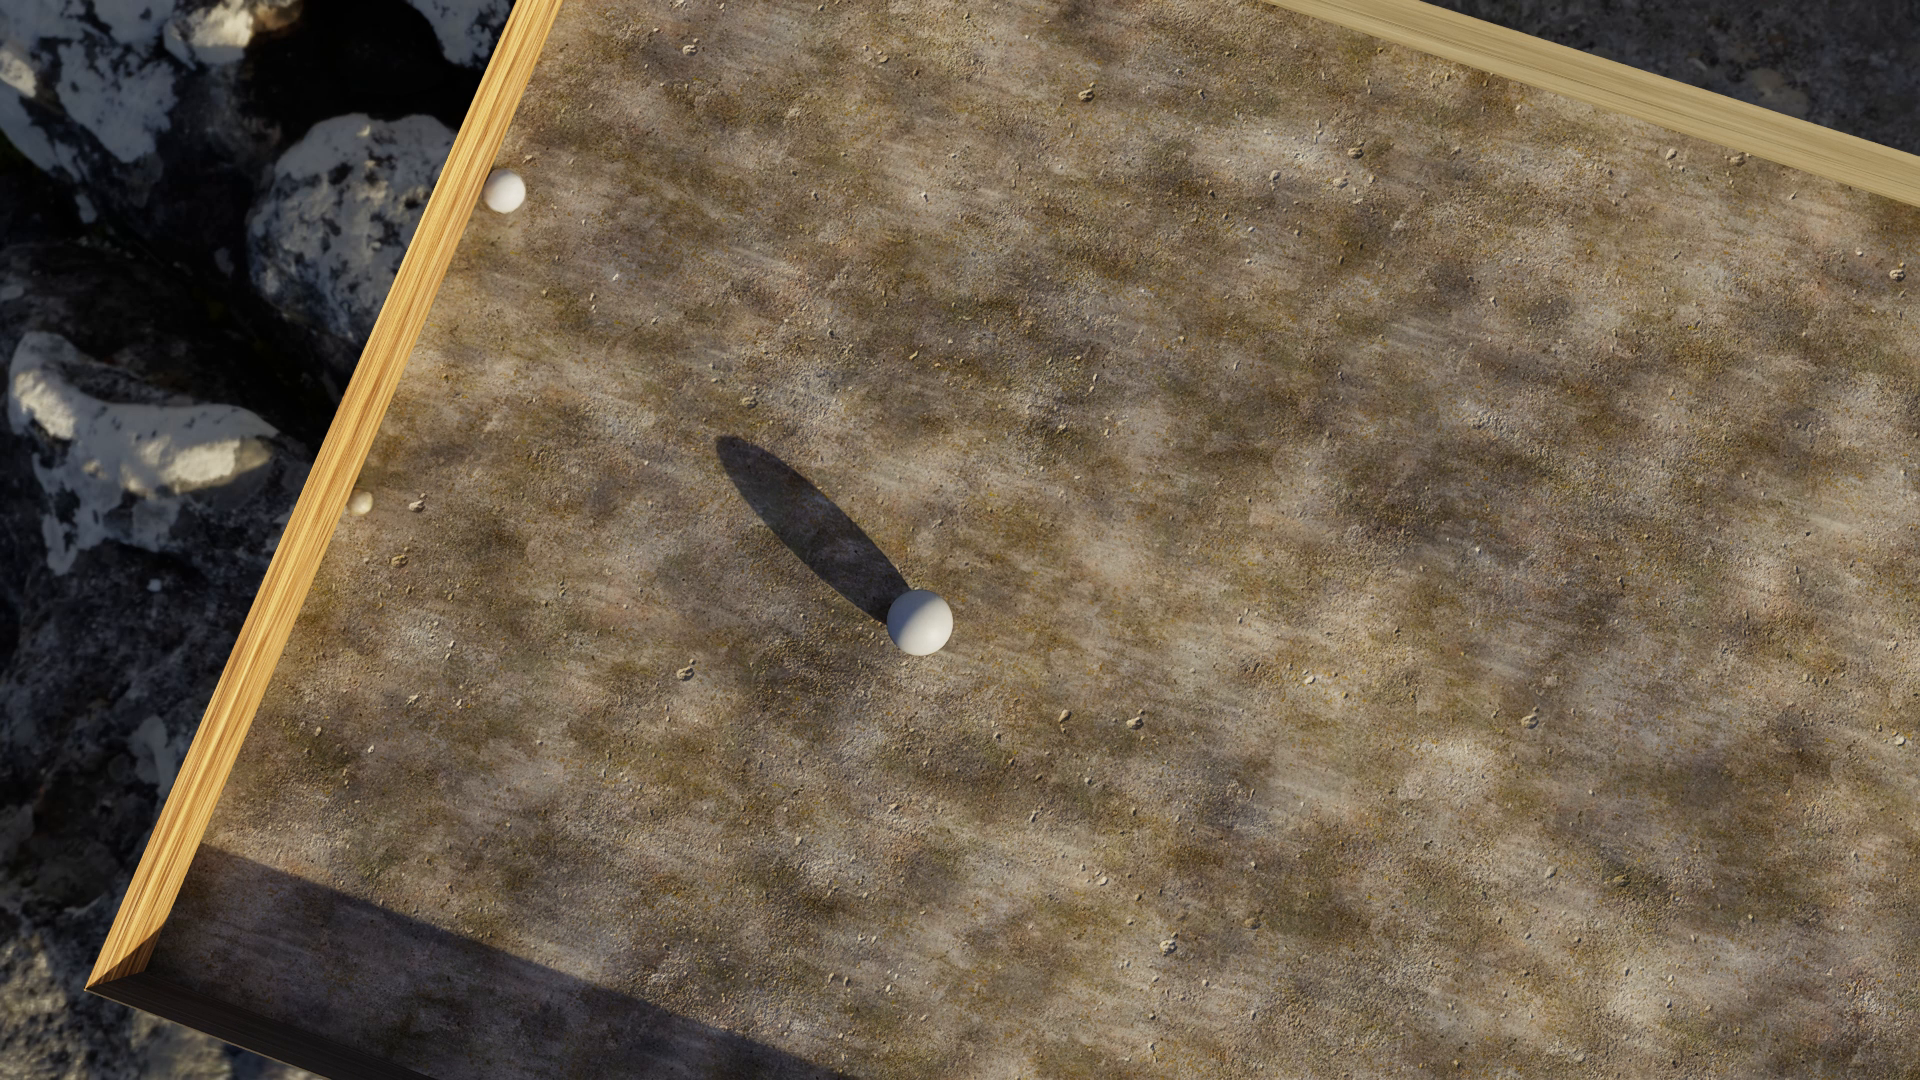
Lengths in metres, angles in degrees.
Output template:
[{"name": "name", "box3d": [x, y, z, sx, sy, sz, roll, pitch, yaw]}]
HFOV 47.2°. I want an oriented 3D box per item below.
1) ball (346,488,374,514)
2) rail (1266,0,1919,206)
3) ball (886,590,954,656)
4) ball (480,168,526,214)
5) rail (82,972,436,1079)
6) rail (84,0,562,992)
[{"name": "ball", "box3d": [-0.919, -0.059, 3.364, 0.041, 0.041, 0.041, 0, 76, 0]}, {"name": "rail", "box3d": [1.220, -0.639, 3.463, 3.752, 0.130, 0.045, 19, 77, 5]}, {"name": "ball", "box3d": [-0.060, 0.123, 3.288, 0.100, 0.100, 0.100, 0, 76, 0]}, {"name": "ball", "box3d": [-0.722, -0.551, 3.474, 0.069, 0.069, 0.069, 0, 76, 0]}, {"name": "rail", "box3d": [0.551, 1.223, 2.995, 3.752, 0.130, 0.045, 19, 77, 5]}, {"name": "rail", "box3d": [-0.863, -0.299, 3.378, 0.045, 0.130, 2.080, 19, 77, 5]}]
